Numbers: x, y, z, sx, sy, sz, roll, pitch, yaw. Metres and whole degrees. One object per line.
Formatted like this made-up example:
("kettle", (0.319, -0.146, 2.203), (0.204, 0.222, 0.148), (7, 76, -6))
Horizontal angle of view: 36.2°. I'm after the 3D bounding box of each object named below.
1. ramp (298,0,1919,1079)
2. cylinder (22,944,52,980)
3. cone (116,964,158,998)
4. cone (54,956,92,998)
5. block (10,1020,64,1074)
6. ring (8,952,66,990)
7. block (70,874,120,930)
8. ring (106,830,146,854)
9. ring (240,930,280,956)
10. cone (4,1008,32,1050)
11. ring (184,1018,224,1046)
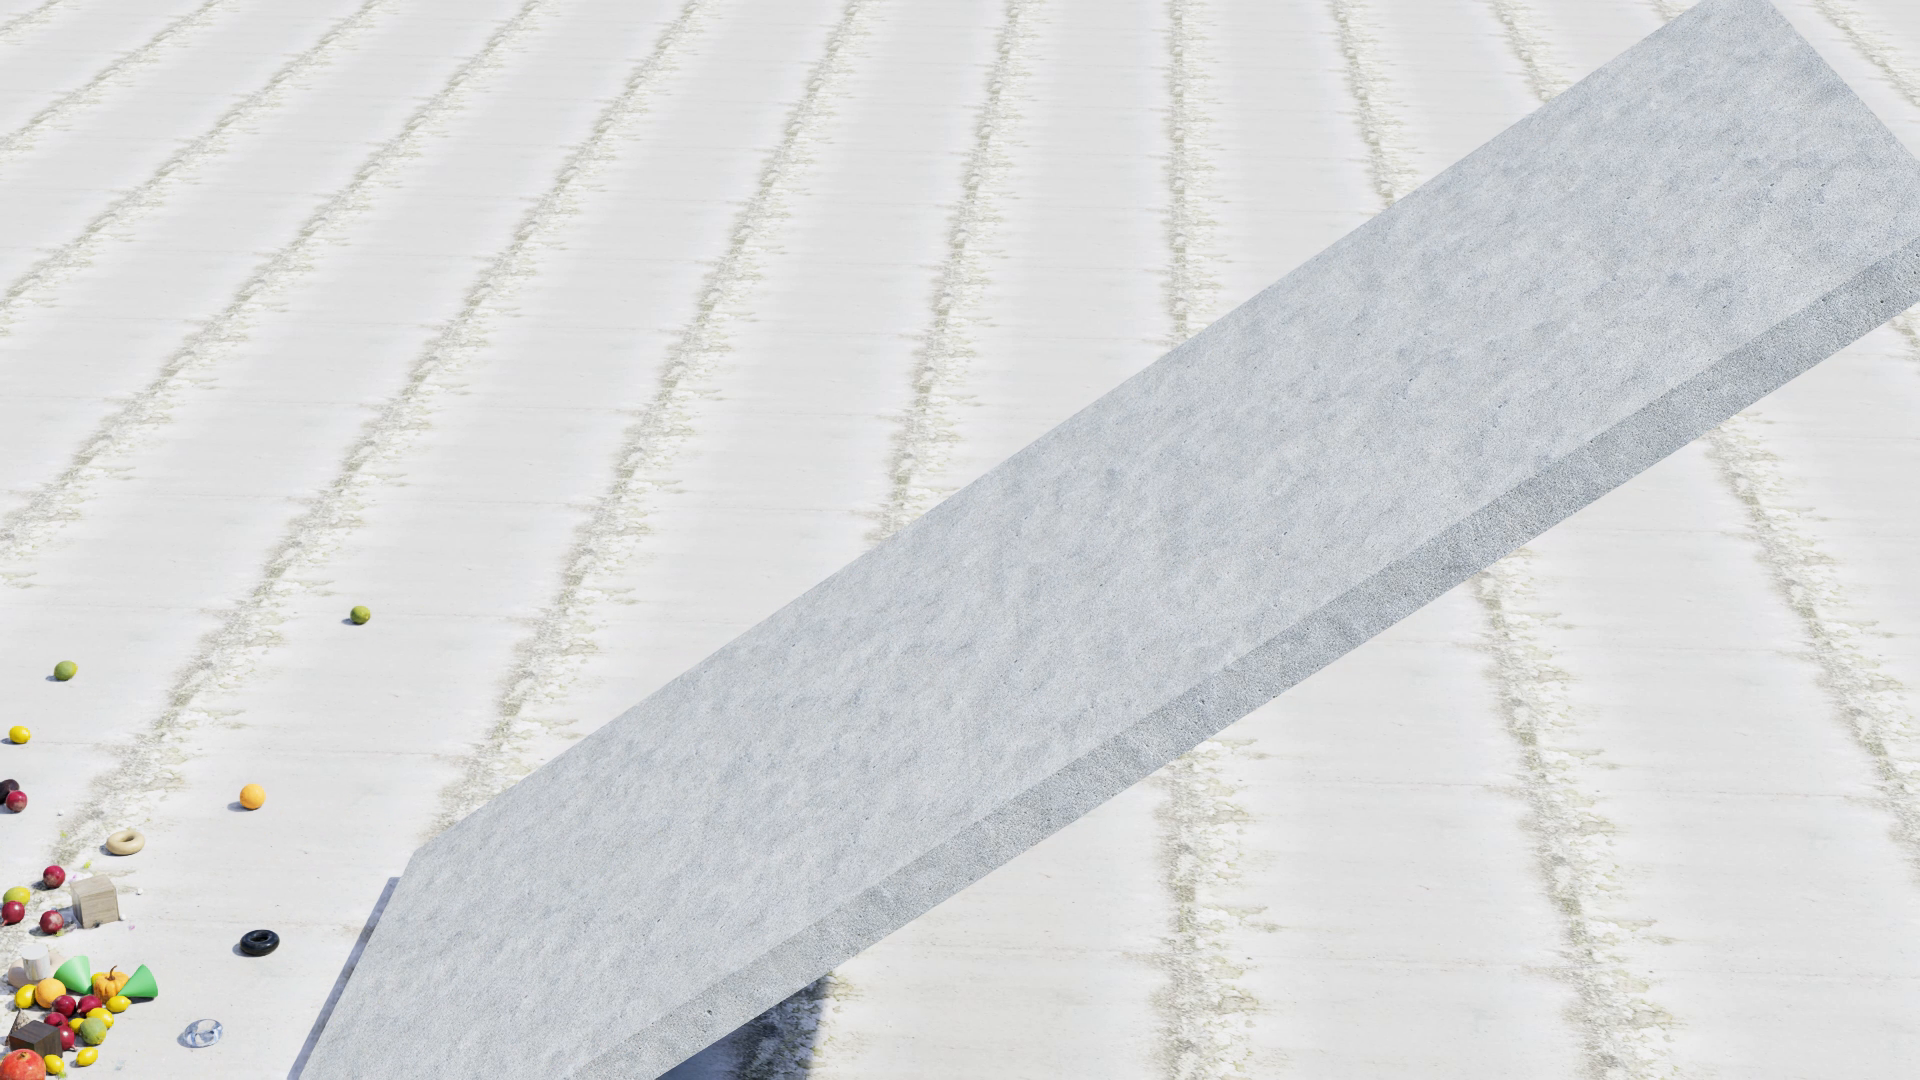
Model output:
("ramp", (0.133, 0.176, 6.313), (4.000, 0.100, 2.000), (-33, 16, 16))
("cylinder", (-2.271, 1.038, 7.233), (0.063, 0.063, 0.063), (1, 29, -1))
("cone", (-2.023, 1.096, 7.191), (0.088, 0.088, 0.088), (-24, 32, -35))
("cone", (-2.163, 1.093, 7.245), (0.099, 0.099, 0.099), (-23, 58, -44))
("block", (-2.181, 1.195, 6.942), (0.081, 0.081, 0.081), (12, 25, 27))
("ring", (-2.287, 1.070, 7.298), (0.146, 0.049, 0.146), (-1, 22, 0))
("block", (-2.230, 0.931, 7.581), (0.093, 0.093, 0.093), (-13, 25, -30))
("ring", (-2.254, 0.817, 7.944), (0.104, 0.035, 0.104), (1, 22, -1))
("ring", (-1.773, 1.018, 7.446), (0.101, 0.034, 0.101), (1, 21, 0))
("cone", (-2.239, 1.157, 7.024), (0.092, 0.092, 0.092), (0, 22, 0))
("ring", (-1.812, 1.180, 7.047), (0.095, 0.032, 0.095), (-1, 23, 0))
